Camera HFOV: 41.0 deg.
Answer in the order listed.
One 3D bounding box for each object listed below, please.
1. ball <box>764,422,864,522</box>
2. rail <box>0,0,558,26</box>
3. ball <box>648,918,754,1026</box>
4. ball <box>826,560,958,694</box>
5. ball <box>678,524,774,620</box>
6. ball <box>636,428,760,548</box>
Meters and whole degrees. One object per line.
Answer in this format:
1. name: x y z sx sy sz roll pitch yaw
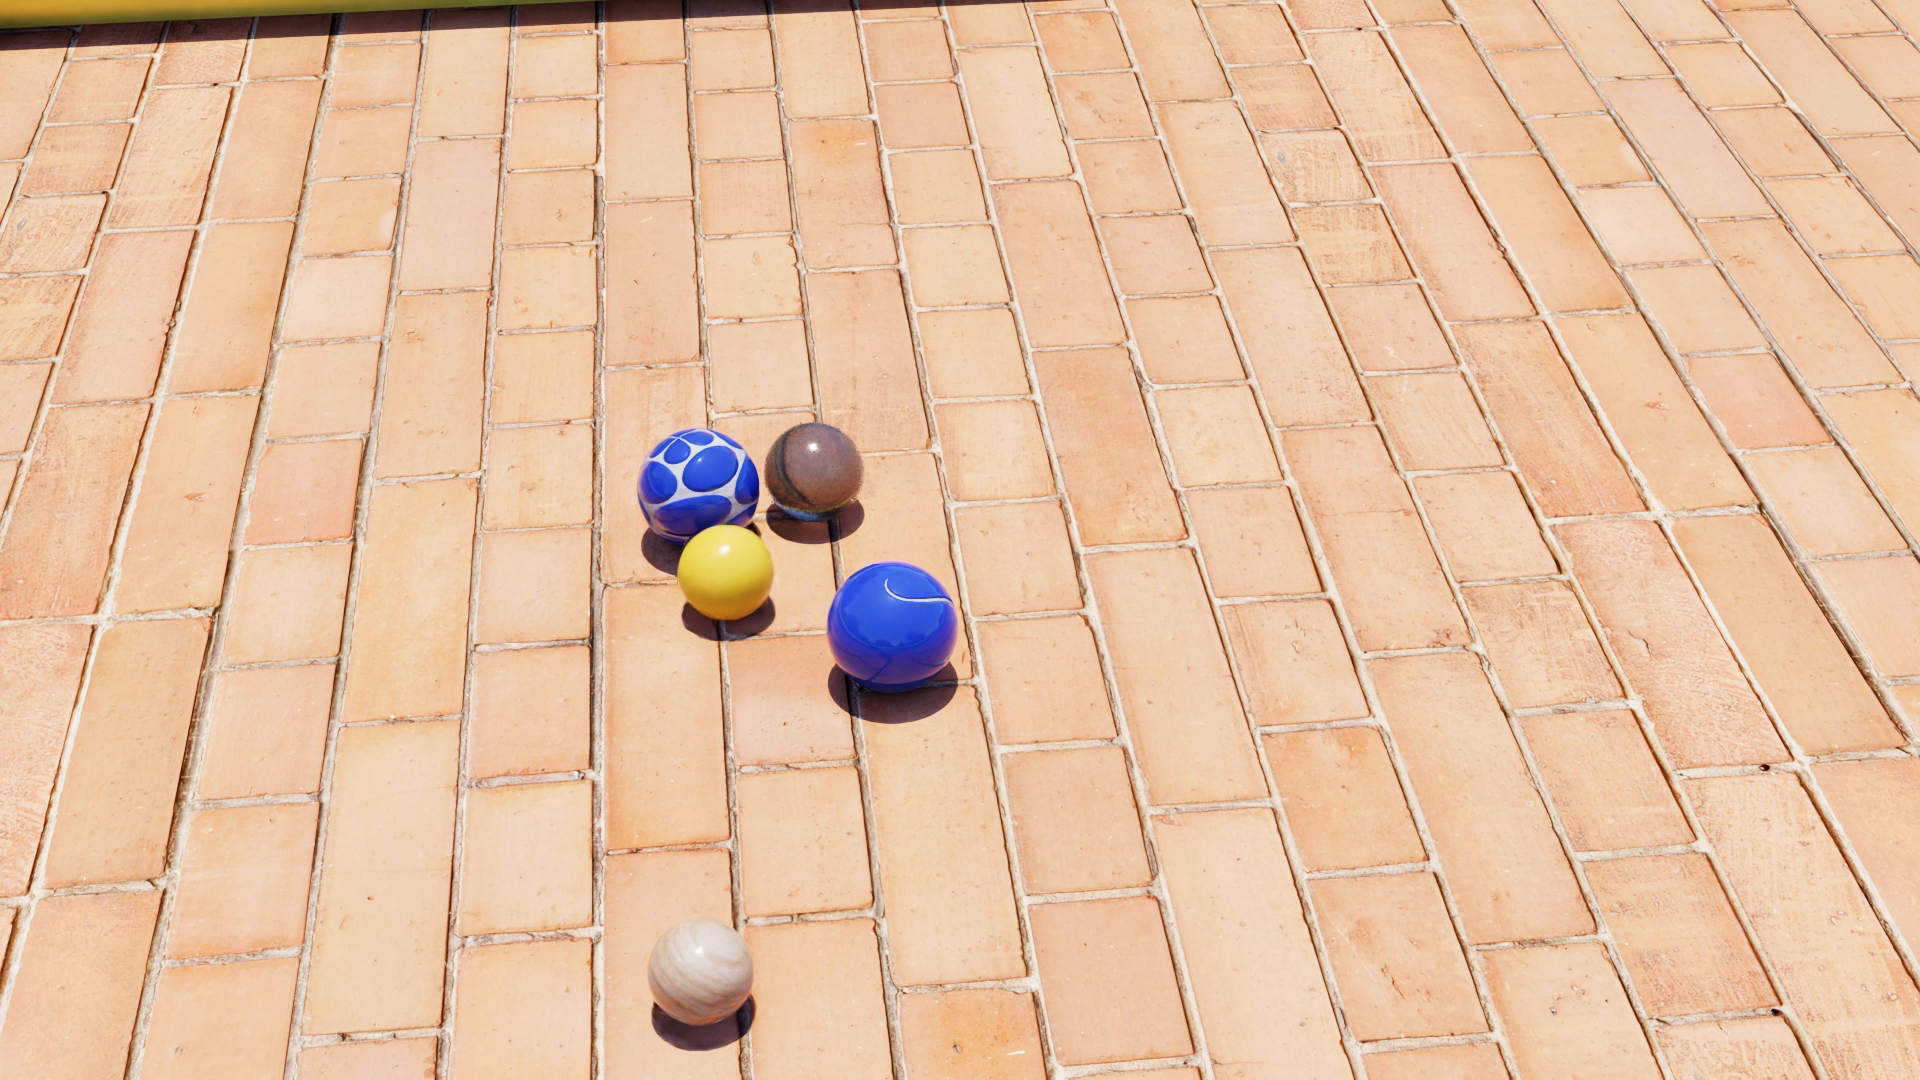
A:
1. ball: -0.095 -0.044 1.670 0.065 0.065 0.065 0 36 0
2. rail: 0.718 -0.589 2.382 3.285 0.103 0.045 -4 36 -5
3. ball: -0.133 0.221 1.316 0.055 0.055 0.055 0 36 0
4. ball: -0.040 0.052 1.527 0.079 0.079 0.079 0 36 0
5. ball: -0.144 0.020 1.587 0.060 0.060 0.060 0 36 0
6. ball: -0.167 -0.032 1.643 0.079 0.079 0.079 0 36 0
